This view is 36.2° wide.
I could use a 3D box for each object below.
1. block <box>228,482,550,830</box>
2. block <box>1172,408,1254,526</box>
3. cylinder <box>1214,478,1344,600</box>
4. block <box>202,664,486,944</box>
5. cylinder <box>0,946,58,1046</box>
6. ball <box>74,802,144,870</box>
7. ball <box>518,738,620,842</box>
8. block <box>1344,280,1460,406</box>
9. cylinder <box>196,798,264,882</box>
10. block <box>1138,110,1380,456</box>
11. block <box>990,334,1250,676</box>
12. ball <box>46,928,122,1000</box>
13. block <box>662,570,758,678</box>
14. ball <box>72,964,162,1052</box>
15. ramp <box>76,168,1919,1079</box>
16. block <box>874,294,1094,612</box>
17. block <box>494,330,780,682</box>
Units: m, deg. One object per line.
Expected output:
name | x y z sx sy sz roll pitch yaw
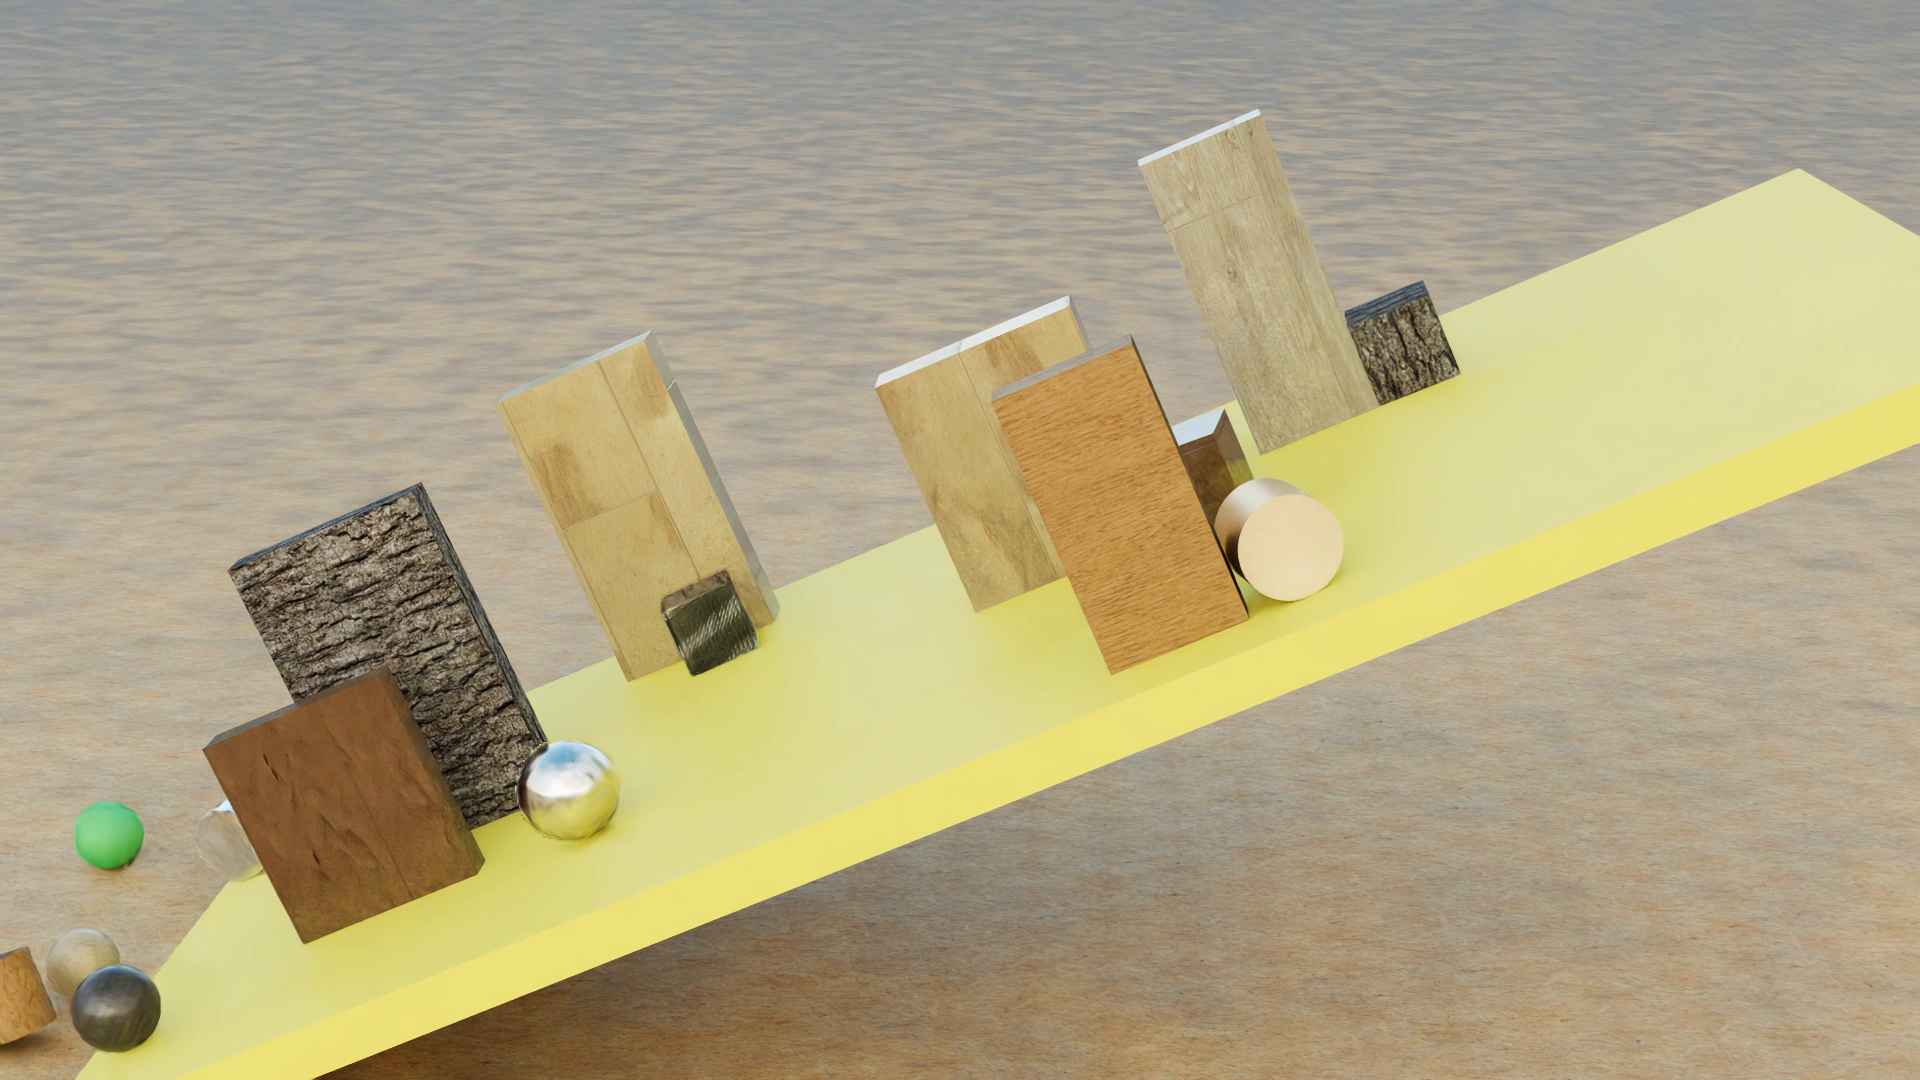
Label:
block | -1.205 0.294 6.329 0.439 0.727 0.095 -22 13 8
block | 0.494 -0.135 6.201 0.191 0.191 0.191 -20 13 18
cylinder | 0.590 -0.003 5.465 0.198 0.198 0.198 -2 10 -8
block | -1.258 0.543 6.019 0.402 0.460 0.082 -22 13 8
cylinder | -2.006 0.961 6.174 0.164 0.164 0.164 -22 3 1
ball | -2.080 0.722 7.187 0.164 0.164 0.164 0 15 0
ball | -0.785 0.502 5.906 0.204 0.204 0.204 0 15 0
block | 0.984 -0.440 6.555 0.190 0.190 0.190 -22 13 10
cylinder | -1.652 0.672 6.849 0.183 0.183 0.183 5 22 17
block | 0.661 -0.566 6.494 0.283 0.700 0.107 -22 13 8
block | 0.296 -0.064 5.414 0.276 0.562 0.096 -22 13 8
ball | -1.912 0.928 6.417 0.158 0.158 0.158 0 15 0
block | -0.588 0.194 6.893 0.168 0.168 0.168 -24 13 -1
ball | -1.679 0.932 5.854 0.173 0.173 0.173 0 15 0
ramp | 0.130 0.171 6.286 4.000 0.100 2.000 -22 13 8
block | 0.134 -0.182 6.267 0.444 0.534 0.136 -22 13 8
block | -0.763 -0.078 7.013 0.390 0.741 0.130 -22 13 8
